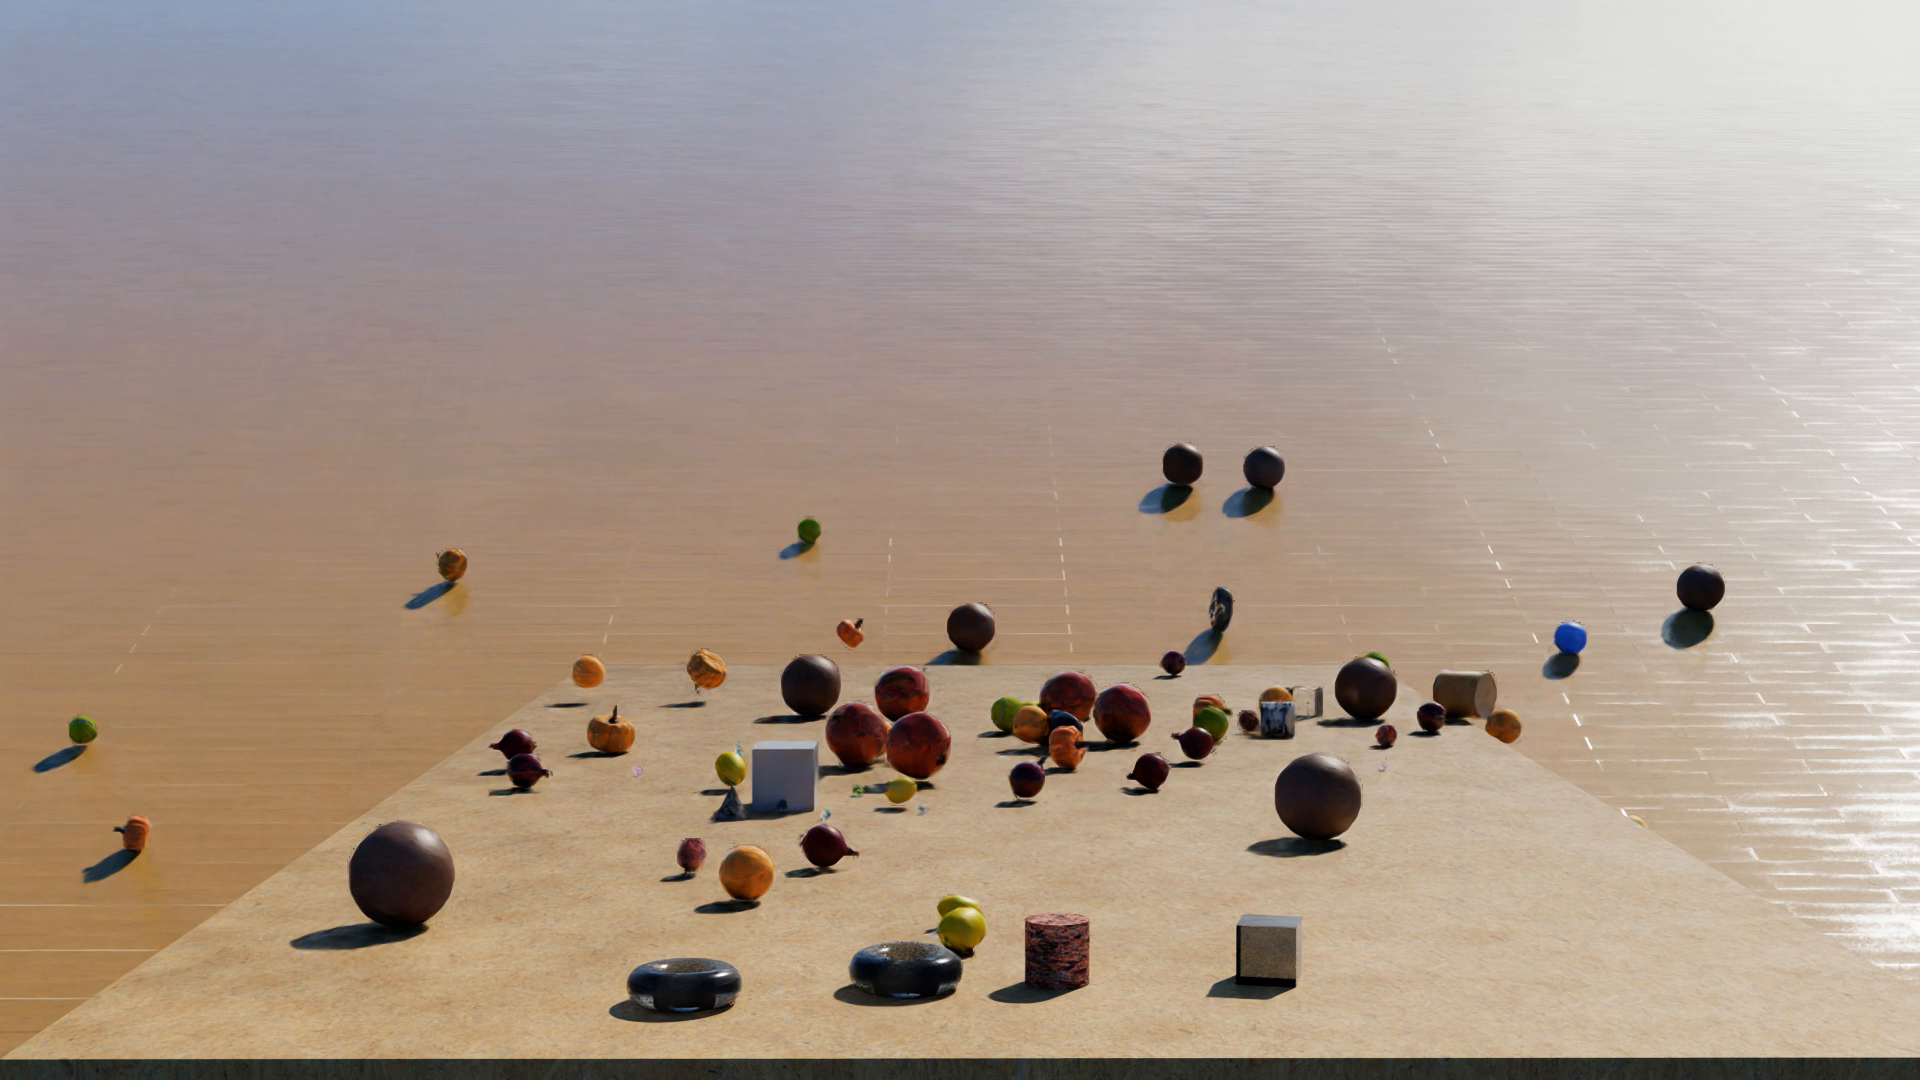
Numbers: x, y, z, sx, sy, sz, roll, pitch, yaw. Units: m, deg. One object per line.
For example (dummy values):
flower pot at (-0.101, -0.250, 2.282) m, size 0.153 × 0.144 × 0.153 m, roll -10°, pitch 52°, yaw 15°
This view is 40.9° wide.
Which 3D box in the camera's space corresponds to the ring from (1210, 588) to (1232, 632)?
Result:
ring at (0.704, 0.187, 6.937) m, size 0.040 × 0.121 × 0.121 m, roll 5°, pitch 21°, yaw -10°

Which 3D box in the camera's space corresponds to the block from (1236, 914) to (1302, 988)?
block at (0.347, 0.460, 2.883) m, size 0.066 × 0.066 × 0.066 m, roll 1°, pitch 3°, yaw 13°

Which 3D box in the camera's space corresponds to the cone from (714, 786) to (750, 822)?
cone at (-0.358, 0.411, 4.038) m, size 0.054 × 0.054 × 0.054 m, roll 0°, pitch 3°, yaw 0°

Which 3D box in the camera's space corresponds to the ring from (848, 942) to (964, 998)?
ring at (-0.060, 0.475, 2.841) m, size 0.127 × 0.042 × 0.127 m, roll 1°, pitch 4°, yaw 0°

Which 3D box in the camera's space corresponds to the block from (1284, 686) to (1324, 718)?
block at (0.722, 0.341, 5.407) m, size 0.061 × 0.061 × 0.061 m, roll 2°, pitch 3°, yaw 36°

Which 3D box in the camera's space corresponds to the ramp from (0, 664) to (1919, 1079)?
ramp at (0.051, 0.464, 4.534) m, size 2.000 × 0.100 × 4.000 m, roll 0°, pitch 3°, yaw 0°

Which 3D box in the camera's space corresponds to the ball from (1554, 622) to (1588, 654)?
ball at (1.616, 0.260, 6.807) m, size 0.085 × 0.085 × 0.085 m, roll 0°, pitch 22°, yaw 0°

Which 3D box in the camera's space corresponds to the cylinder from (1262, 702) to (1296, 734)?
cylinder at (0.630, 0.352, 5.091) m, size 0.065 × 0.065 × 0.065 m, roll 0°, pitch 22°, yaw 8°

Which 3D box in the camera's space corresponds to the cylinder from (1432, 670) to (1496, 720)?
cylinder at (1.053, 0.323, 5.368) m, size 0.098 × 0.098 × 0.098 m, roll 1°, pitch 19°, yaw 38°

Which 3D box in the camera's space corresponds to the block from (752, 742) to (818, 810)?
block at (-0.283, 0.382, 4.168) m, size 0.099 × 0.099 × 0.099 m, roll 0°, pitch 3°, yaw 1°

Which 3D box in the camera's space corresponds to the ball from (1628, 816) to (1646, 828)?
ball at (1.526, 0.660, 5.847) m, size 0.068 × 0.068 × 0.068 m, roll 0°, pitch 22°, yaw 0°

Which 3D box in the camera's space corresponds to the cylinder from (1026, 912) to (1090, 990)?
cylinder at (0.108, 0.458, 2.868) m, size 0.072 × 0.072 × 0.072 m, roll 0°, pitch 3°, yaw 0°

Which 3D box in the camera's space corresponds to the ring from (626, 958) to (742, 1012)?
ring at (-0.297, 0.479, 2.770) m, size 0.125 × 0.042 × 0.125 m, roll 0°, pitch 2°, yaw 0°
